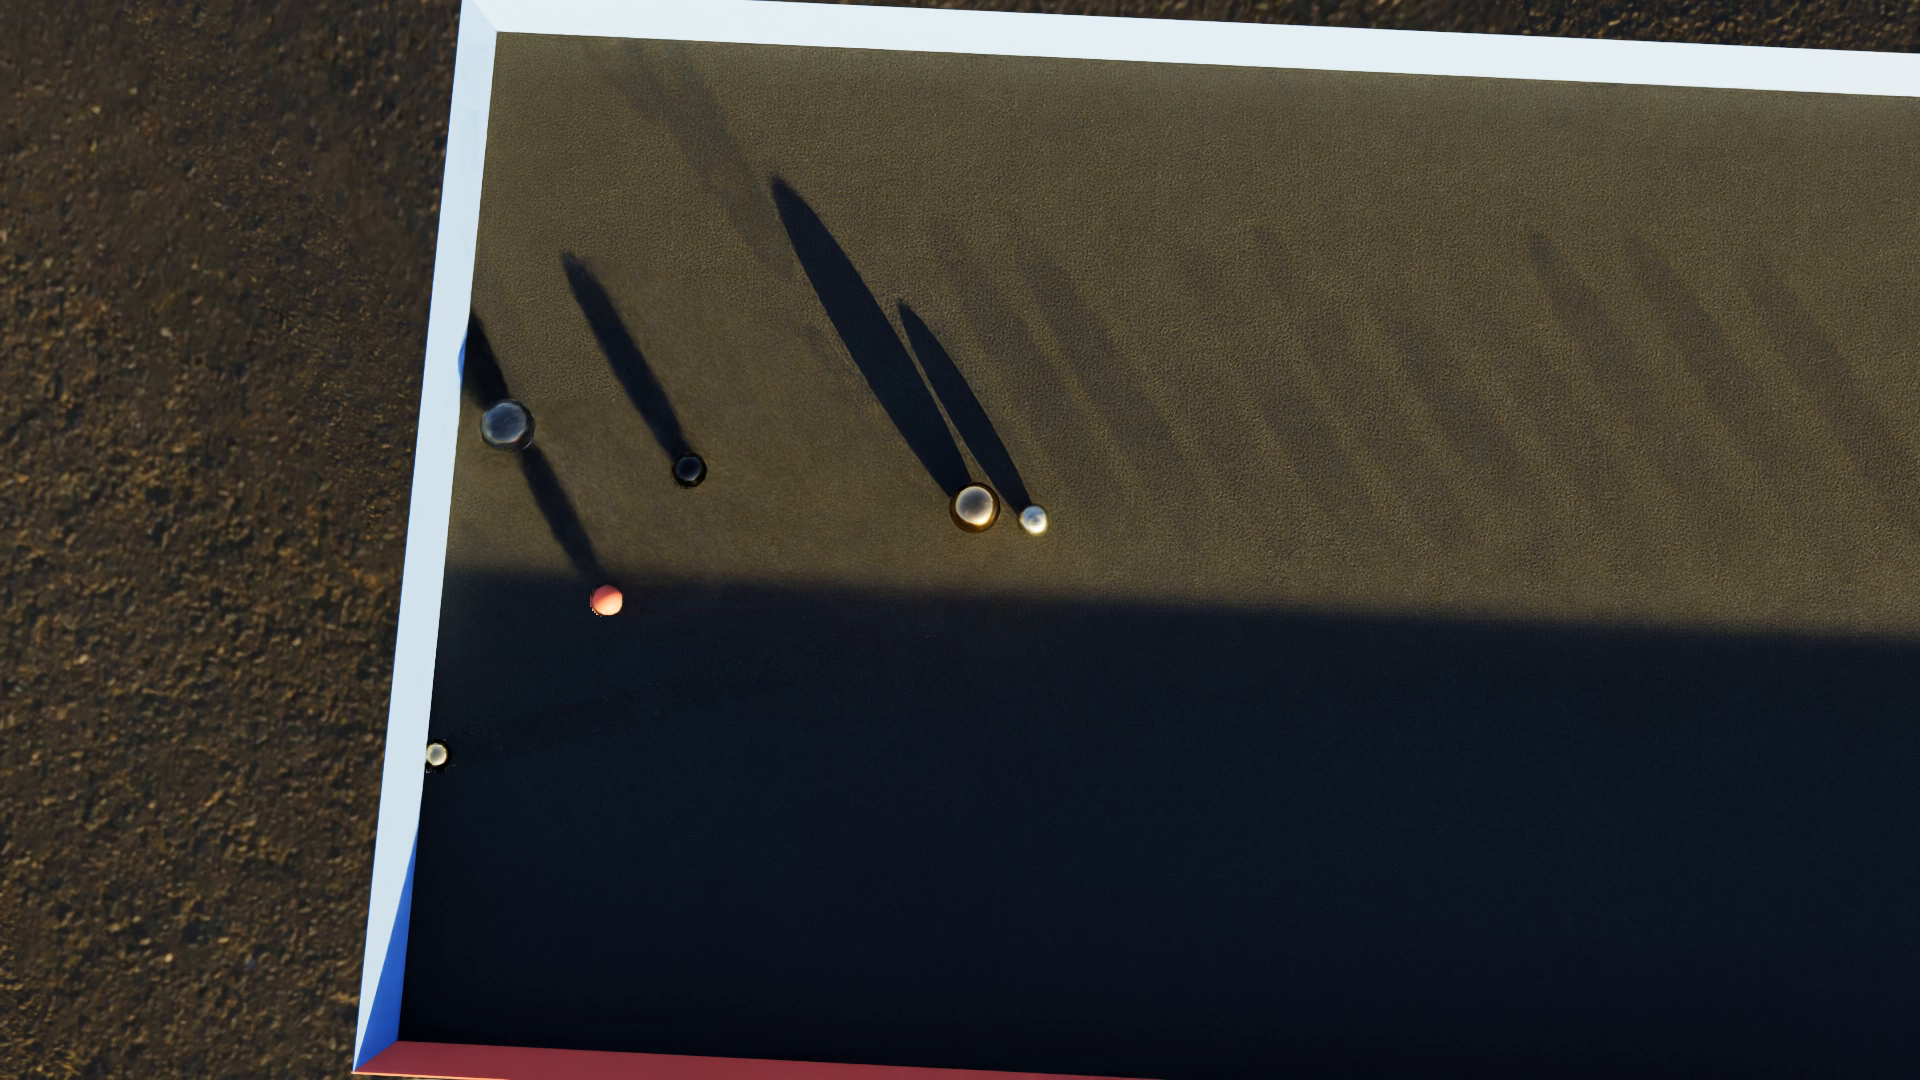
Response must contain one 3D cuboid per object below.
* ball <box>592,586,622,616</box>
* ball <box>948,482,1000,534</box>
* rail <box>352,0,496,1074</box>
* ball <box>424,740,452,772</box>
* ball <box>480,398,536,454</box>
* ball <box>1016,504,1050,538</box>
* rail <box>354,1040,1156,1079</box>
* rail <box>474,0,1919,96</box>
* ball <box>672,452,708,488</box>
[{"bbox_3d":[-0.528,0.090,3.296,0.045,0.045,0.045,0,78,0],"label":"ball"},{"bbox_3d":[0.022,-0.049,3.307,0.078,0.078,0.078,0,78,0],"label":"ball"},{"bbox_3d":[-0.787,-0.044,3.290,0.045,0.109,1.638,3,78,1],"label":"rail"},{"bbox_3d":[-0.774,0.319,3.248,0.047,0.047,0.047,0,78,0],"label":"ball"},{"bbox_3d":[-0.684,-0.172,3.330,0.084,0.084,0.084,0,78,0],"label":"ball"},{"bbox_3d":[0.111,-0.029,3.317,0.051,0.051,0.051,0,78,0],"label":"ball"},{"bbox_3d":[0.771,0.811,3.114,3.245,0.109,0.045,3,78,1],"label":"rail"},{"bbox_3d":[0.849,-0.745,3.434,3.245,0.109,0.045,3,78,1],"label":"rail"},{"bbox_3d":[-0.409,-0.106,3.332,0.053,0.053,0.053,0,78,0],"label":"ball"}]
